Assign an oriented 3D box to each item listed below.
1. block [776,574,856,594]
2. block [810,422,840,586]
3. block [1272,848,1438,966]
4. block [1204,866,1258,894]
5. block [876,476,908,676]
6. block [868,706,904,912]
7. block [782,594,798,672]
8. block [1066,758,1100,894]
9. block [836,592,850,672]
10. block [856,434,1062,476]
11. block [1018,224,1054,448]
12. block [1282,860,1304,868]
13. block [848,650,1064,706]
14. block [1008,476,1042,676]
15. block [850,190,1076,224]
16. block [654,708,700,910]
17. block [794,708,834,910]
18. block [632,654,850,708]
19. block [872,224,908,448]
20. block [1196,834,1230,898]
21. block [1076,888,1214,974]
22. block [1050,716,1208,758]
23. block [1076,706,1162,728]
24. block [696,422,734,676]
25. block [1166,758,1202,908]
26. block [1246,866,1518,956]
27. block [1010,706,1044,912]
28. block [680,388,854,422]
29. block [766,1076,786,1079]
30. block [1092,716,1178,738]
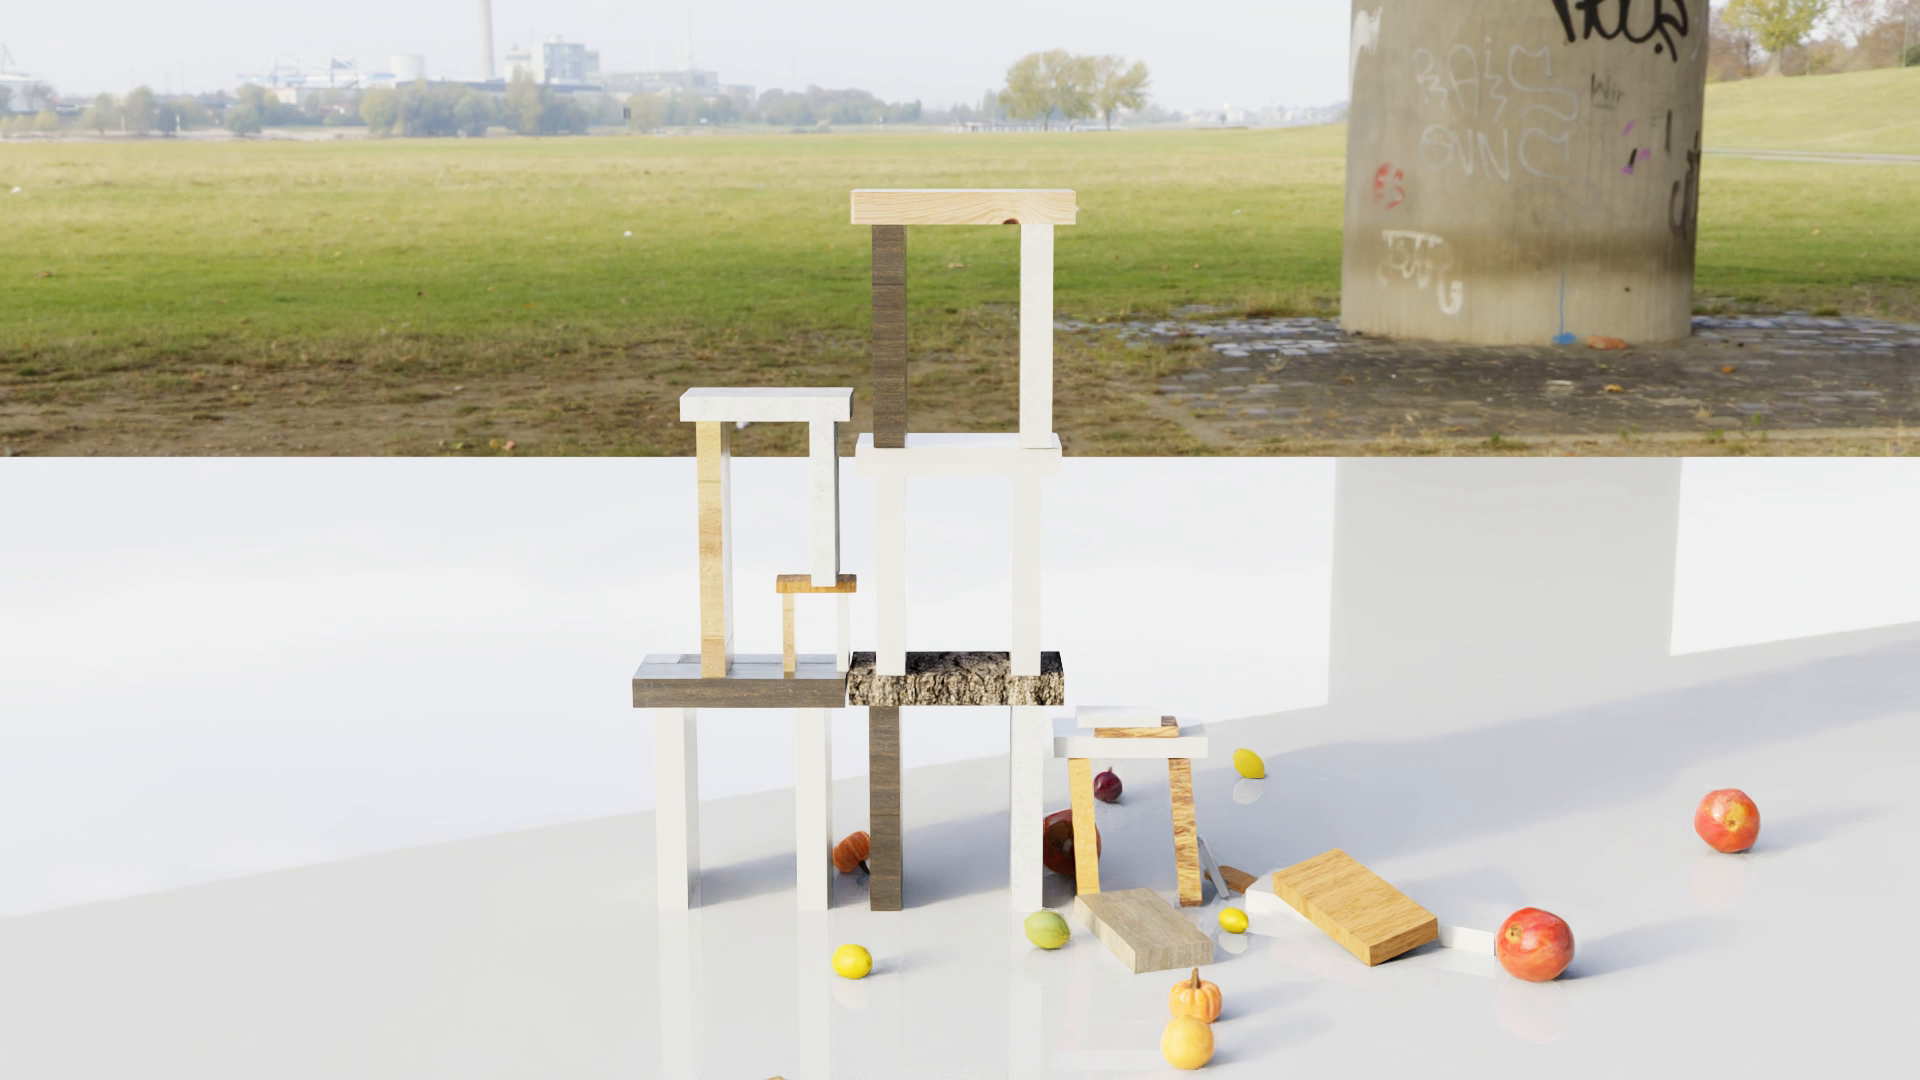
[{"bbox_3d":[-0.233,0.071,3.572,0.130,0.018,0.065,0,11,-2],"label":"block"},{"bbox_3d":[-0.217,-0.068,3.544,0.038,0.266,0.133,0,11,0],"label":"block"},{"bbox_3d":[0.621,0.576,3.471,0.129,0.036,0.257,-18,25,-22],"label":"block"},{"bbox_3d":[0.463,0.574,3.718,0.050,0.014,0.099,-7,13,-33],"label":"block"},{"bbox_3d":[-0.110,0.043,3.568,0.046,0.323,0.162,0,11,0],"label":"block"},{"bbox_3d":[-0.121,0.420,3.640,0.049,0.346,0.173,0,11,0],"label":"block"},{"bbox_3d":[-0.277,0.143,3.587,0.018,0.130,0.065,0,11,0],"label":"block"},{"bbox_3d":[0.203,0.467,3.642,0.035,0.249,0.125,-4,10,1],"label":"block"},{"bbox_3d":[-0.190,0.143,3.586,0.018,0.130,0.065,0,11,0],"label":"block"},{"bbox_3d":[-0.002,-0.138,3.534,0.323,0.046,0.162,0,11,0],"label":"block"},{"bbox_3d":[0.120,-0.330,3.495,0.049,0.346,0.173,0,11,0],"label":"block"},{"bbox_3d":[0.572,0.568,3.748,0.050,0.014,0.099,5,12,24],"label":"block"},{"bbox_3d":[-0.006,0.226,3.603,0.346,0.049,0.173,0,11,0],"label":"block"},{"bbox_3d":[0.105,0.043,3.568,0.046,0.323,0.162,0,11,0],"label":"block"},{"bbox_3d":[0.004,-0.525,3.460,0.346,0.049,0.173,0,11,0],"label":"block"},{"bbox_3d":[-0.468,0.421,3.642,0.048,0.341,0.171,0,11,0],"label":"block"},{"bbox_3d":[-0.241,0.421,3.642,0.048,0.341,0.171,0,11,0],"label":"block"},{"bbox_3d":[-0.354,0.230,3.607,0.341,0.048,0.171,0,11,0],"label":"block"},{"bbox_3d":[-0.111,-0.331,3.496,0.049,0.347,0.173,0,11,0],"label":"block"},{"bbox_3d":[0.420,0.543,3.662,0.014,0.099,0.049,-25,8,7],"label":"block"},{"bbox_3d":[0.286,0.611,3.456,0.129,0.036,0.257,-3,11,-17],"label":"block"},{"bbox_3d":[0.277,0.325,3.623,0.249,0.035,0.125,0,11,0],"label":"block"},{"bbox_3d":[0.257,0.287,3.575,0.135,0.019,0.068,0,11,0],"label":"block"},{"bbox_3d":[-0.395,0.004,3.557,0.038,0.413,0.133,0,11,0],"label":"block"},{"bbox_3d":[0.370,0.467,3.643,0.035,0.249,0.125,-5,10,3],"label":"block"},{"bbox_3d":[0.677,0.595,3.543,0.412,0.036,0.129,6,12,29],"label":"block"},{"bbox_3d":[0.109,0.420,3.640,0.049,0.346,0.173,0,11,0],"label":"block"},{"bbox_3d":[-0.306,-0.217,3.515,0.266,0.038,0.133,0,11,0],"label":"block"},{"bbox_3d":[-0.275,0.732,2.854,0.135,0.019,0.067,-7,13,-35],"label":"block"},{"bbox_3d":[0.285,0.304,3.585,0.135,0.019,0.068,0,11,1],"label":"block"}]
